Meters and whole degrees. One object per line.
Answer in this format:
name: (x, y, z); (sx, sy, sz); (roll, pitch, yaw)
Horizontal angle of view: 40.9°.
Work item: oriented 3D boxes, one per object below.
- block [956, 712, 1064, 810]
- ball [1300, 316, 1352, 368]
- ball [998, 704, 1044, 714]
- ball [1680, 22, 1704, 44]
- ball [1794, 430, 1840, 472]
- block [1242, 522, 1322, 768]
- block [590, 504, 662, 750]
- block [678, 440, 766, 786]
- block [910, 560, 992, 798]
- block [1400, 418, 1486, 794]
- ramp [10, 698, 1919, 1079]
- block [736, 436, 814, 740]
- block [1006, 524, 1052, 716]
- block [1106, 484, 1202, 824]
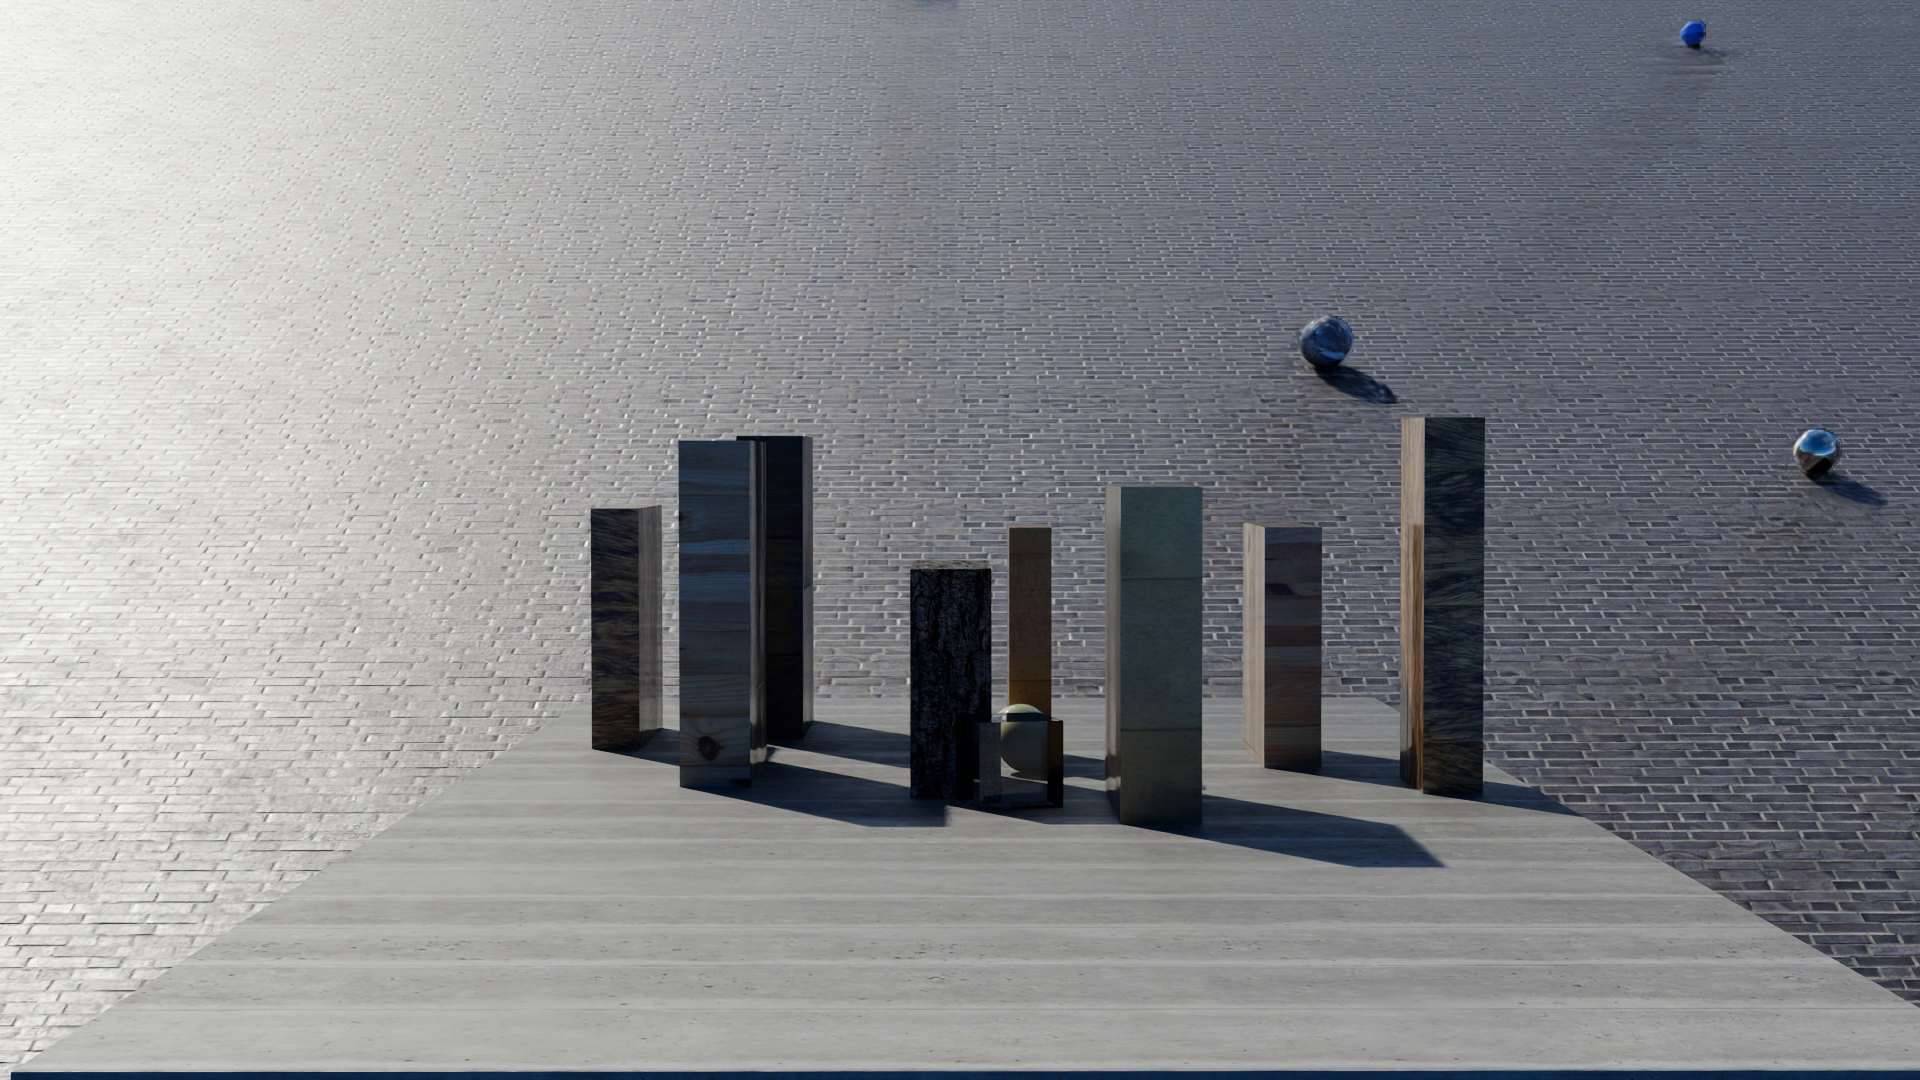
block: (0.086, 0.388, 4.539); (0.152, 0.152, 0.152); (-1, 2, -15)
ball: (1.263, -0.684, 8.904); (0.176, 0.176, 0.176); (0, 25, 0)
ball: (0.119, 0.384, 5.037); (0.129, 0.129, 0.129); (0, 25, 0)
ball: (3.702, -2.562, 13.026); (0.117, 0.117, 0.117); (0, 25, 0)
ball: (2.682, -0.279, 8.076); (0.137, 0.137, 0.137); (0, 25, 0)
block: (0.653, 0.205, 5.245); (0.112, 0.473, 0.380); (0, 2, 0)
block: (-0.722, 0.179, 5.606); (0.100, 0.504, 0.427); (0, 2, 0)
block: (-0.454, 0.131, 4.972); (0.131, 0.641, 0.418); (0, 2, 0)
block: (-0.017, 0.251, 4.802); (0.145, 0.411, 0.393); (0, 2, 0)
block: (0.892, 0.116, 4.780); (0.109, 0.681, 0.242); (0, 2, 0)
ramp: (0.057, 0.514, 4.555); (2.000, 0.100, 4.000); (0, 2, 0)
block: (-0.412, 0.097, 5.782); (0.143, 0.657, 0.406); (0, 2, 0)
block: (0.139, 0.207, 5.221); (0.084, 0.471, 0.248); (0, 2, 0)
block: (0.334, 0.185, 4.494); (0.135, 0.560, 0.441); (0, 2, 0)
